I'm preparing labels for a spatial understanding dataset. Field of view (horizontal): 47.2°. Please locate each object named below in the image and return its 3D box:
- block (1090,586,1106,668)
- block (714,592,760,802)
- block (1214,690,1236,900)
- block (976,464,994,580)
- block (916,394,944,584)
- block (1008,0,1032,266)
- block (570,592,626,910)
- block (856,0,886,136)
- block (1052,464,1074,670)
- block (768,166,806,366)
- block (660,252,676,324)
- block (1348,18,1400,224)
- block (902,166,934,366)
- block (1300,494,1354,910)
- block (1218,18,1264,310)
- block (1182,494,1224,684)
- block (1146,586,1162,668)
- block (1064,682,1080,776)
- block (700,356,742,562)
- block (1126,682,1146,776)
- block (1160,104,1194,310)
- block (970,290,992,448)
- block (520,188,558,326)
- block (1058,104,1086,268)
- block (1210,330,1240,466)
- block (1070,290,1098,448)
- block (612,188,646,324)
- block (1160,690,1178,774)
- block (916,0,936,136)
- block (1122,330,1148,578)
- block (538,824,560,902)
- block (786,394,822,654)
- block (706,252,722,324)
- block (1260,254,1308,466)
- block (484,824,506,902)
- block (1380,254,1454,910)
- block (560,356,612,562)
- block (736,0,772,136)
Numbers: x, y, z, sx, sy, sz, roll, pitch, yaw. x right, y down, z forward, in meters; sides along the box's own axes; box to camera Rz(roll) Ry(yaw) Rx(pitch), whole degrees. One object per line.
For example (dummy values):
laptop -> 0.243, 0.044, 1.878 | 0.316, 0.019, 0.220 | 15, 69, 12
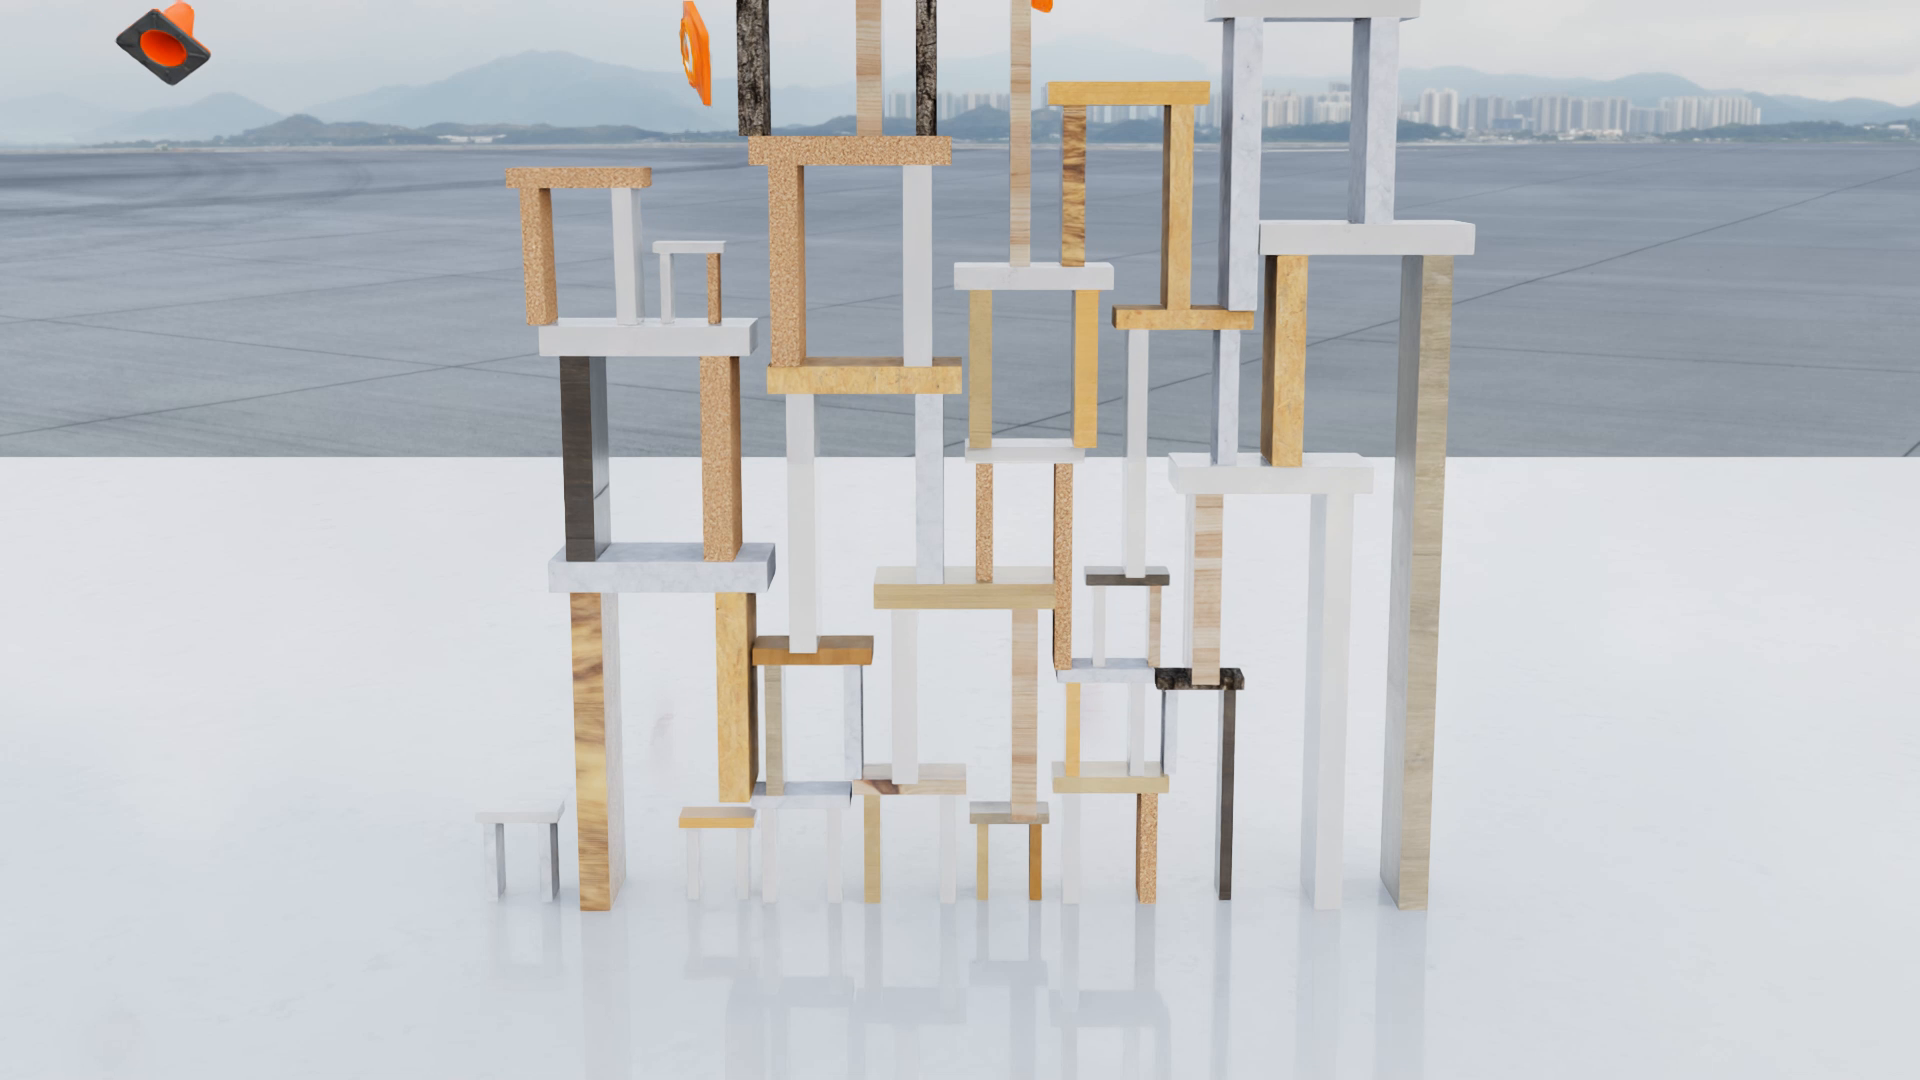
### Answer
block -> 0.225, 0.134, 3.588 | 0.019, 0.135, 0.068 | 0, 11, 0
block -> -0.365, 0.238, 3.608 | 0.049, 0.346, 0.173 | 0, 10, 0
block -> 0.439, 0.413, 3.640 | 0.020, 0.358, 0.071 | 0, 11, 0
block -> 0.039, -0.037, 3.553 | 0.027, 0.190, 0.095 | 0, 10, 0
block -> -0.048, -0.093, 3.542 | 0.043, 0.304, 0.152 | 0, 11, 0
block -> 0.094, -0.642, 3.445 | 0.031, 0.419, 0.109 | 0, 11, 0
block -> -0.595, 0.329, 3.624 | 0.049, 0.530, 0.173 | 0, 11, 0
block -> -0.139, -0.767, 3.422 | 0.039, 0.273, 0.136 | 0, 11, 0
block -> 0.166, 0.035, 3.566 | 0.027, 0.337, 0.095 | 0, 11, 0
block -> -0.272, -0.436, 3.475 | 0.044, 0.310, 0.155 | 0, 11, 0
block -> -0.463, -0.401, 3.484 | 0.016, 0.111, 0.055 | 0, 11, 0
block -> 0.645, -0.654, 3.439 | 0.044, 0.311, 0.155 | 0, 11, 0
block -> -0.066, -0.436, 3.475 | 0.044, 0.310, 0.155 | 0, 11, 0
block -> 0.601, 0.251, 3.609 | 0.044, 0.688, 0.155 | 0, 11, 0
block -> 0.439, -0.588, 3.451 | 0.044, 0.444, 0.155 | 0, 11, 0
block -> 0.394, 0.066, 3.574 | 0.044, 0.310, 0.155 | 0, 11, 0
block -> 0.315, 0.134, 3.588 | 0.019, 0.135, 0.068 | 0, 11, 0
block -> 0.184, 0.301, 3.611 | 0.022, 0.158, 0.079 | 0, 11, 0
block -> -0.383, -0.140, 3.534 | 0.046, 0.327, 0.163 | 0, 11, 0
block -> 0.289, 0.301, 3.611 | 0.022, 0.157, 0.079 | 0, 11, 0
block -> 0.342, -0.525, 3.466 | 0.035, 0.314, 0.124 | 0, 11, 0
block -> 0.032, -0.279, 3.510 | 0.035, 0.248, 0.124 | 0, 11, 0
block -> -0.665, -0.450, 3.474 | 0.030, 0.211, 0.106 | -1, 11, 0
block -> 0.176, -0.558, 3.460 | 0.035, 0.248, 0.124 | 0, 11, 0
block -> 0.423, -0.234, 3.511 | 0.030, 0.214, 0.107 | 0, 11, 0
block -> 0.198, -0.279, 3.510 | 0.035, 0.248, 0.124 | 0, 11, 0
block -> -0.524, -0.450, 3.474 | 0.030, 0.212, 0.106 | -1, 11, 0
block -> 0.344, 0.307, 3.621 | 0.020, 0.142, 0.071 | 0, 11, 0
block -> -0.052, -0.741, 3.427 | 0.031, 0.219, 0.109 | 0, 11, 0
block -> 0.280, -0.144, 3.528 | 0.030, 0.396, 0.107 | 0, 11, 0
block -> -0.683, 0.524, 3.652 | 0.019, 0.135, 0.068 | 0, 11, 0
block -> -0.251, -0.038, 3.552 | 0.043, 0.416, 0.152 | 0, 11, 0
block -> -0.389, -0.401, 3.484 | 0.016, 0.111, 0.055 | 0, 11, 0
block -> 0.516, -0.293, 3.510 | 0.047, 0.331, 0.166 | 0, 11, 1
block -> -0.773, 0.524, 3.652 | 0.019, 0.135, 0.068 | 0, 11, 0
block -> 0.740, 0.067, 3.575 | 0.047, 1.063, 0.166 | 0, 11, 0
block -> -0.601, -0.140, 3.533 | 0.046, 0.327, 0.163 | 0, 11, 0
block -> -0.321, -0.767, 3.422 | 0.039, 0.273, 0.136 | 0, 11, 0
